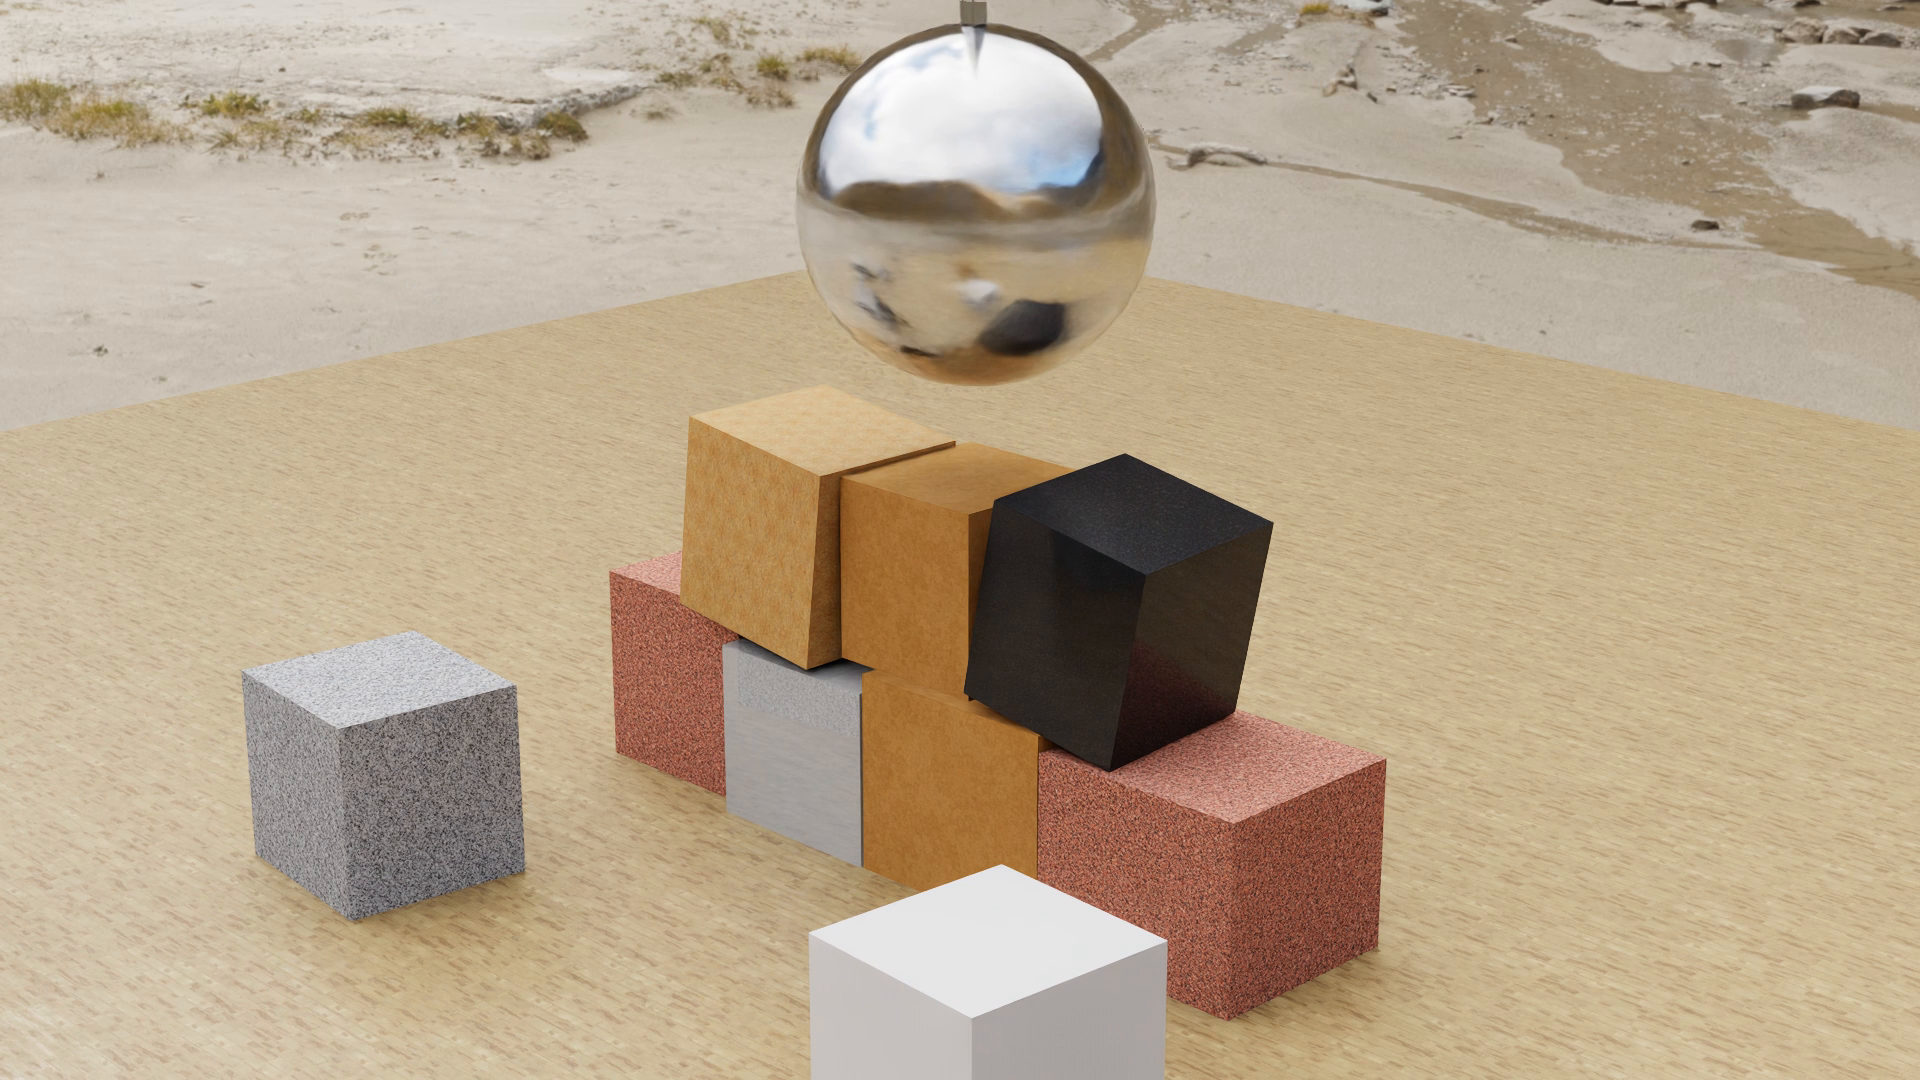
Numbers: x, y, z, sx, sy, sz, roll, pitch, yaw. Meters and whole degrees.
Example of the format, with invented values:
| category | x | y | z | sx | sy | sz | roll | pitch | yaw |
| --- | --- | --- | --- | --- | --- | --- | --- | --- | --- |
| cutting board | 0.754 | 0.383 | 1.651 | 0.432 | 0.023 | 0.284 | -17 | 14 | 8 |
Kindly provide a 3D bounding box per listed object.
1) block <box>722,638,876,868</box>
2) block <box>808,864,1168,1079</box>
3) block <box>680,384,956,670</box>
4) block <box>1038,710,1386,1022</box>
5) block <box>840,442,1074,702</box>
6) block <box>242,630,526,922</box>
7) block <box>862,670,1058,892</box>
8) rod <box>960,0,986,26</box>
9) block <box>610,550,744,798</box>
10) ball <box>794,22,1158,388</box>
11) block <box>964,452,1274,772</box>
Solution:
| category | x | y | z | sx | sy | sz | roll | pitch | yaw |
| --- | --- | --- | --- | --- | --- | --- | --- | --- | --- |
| block | -0.432 | 0.897 | 14.064 | 1.018 | 0.854 | 0.950 | -17 | 24 | -42 |
| block | 0.101 | 1.878 | 10.890 | 0.951 | 0.886 | 0.913 | -15 | 23 | -39 |
| block | -0.681 | -0.082 | 13.863 | 0.857 | 0.954 | 0.909 | -17 | 31 | -42 |
| block | 1.075 | 1.338 | 12.623 | 1.011 | 0.878 | 1.080 | -17 | 24 | -42 |
| block | 0.044 | 0.125 | 13.334 | 0.819 | 0.862 | 0.838 | 17 | 24 | 42 |
| block | -2.645 | 1.058 | 13.459 | 0.887 | 0.910 | 0.953 | -13 | 22 | -36 |
| block | 0.308 | 1.067 | 13.362 | 1.027 | 0.952 | 1.096 | -17 | 24 | -42 |
| rod | 0.030 | -4.708 | 11.893 | 0.080 | 5.200 | 0.080 | 17 | 25 | 42 |
| block | -1.109 | 0.631 | 14.720 | 0.981 | 0.970 | 0.832 | 17 | 24 | 42 |
| ball | 0.069 | -1.476 | 12.950 | 1.600 | 1.600 | 1.600 | 0 | 17 | 0 |
| block | 0.679 | 0.296 | 12.657 | 0.823 | 0.935 | 0.901 | 27 | 31 | 33 |
